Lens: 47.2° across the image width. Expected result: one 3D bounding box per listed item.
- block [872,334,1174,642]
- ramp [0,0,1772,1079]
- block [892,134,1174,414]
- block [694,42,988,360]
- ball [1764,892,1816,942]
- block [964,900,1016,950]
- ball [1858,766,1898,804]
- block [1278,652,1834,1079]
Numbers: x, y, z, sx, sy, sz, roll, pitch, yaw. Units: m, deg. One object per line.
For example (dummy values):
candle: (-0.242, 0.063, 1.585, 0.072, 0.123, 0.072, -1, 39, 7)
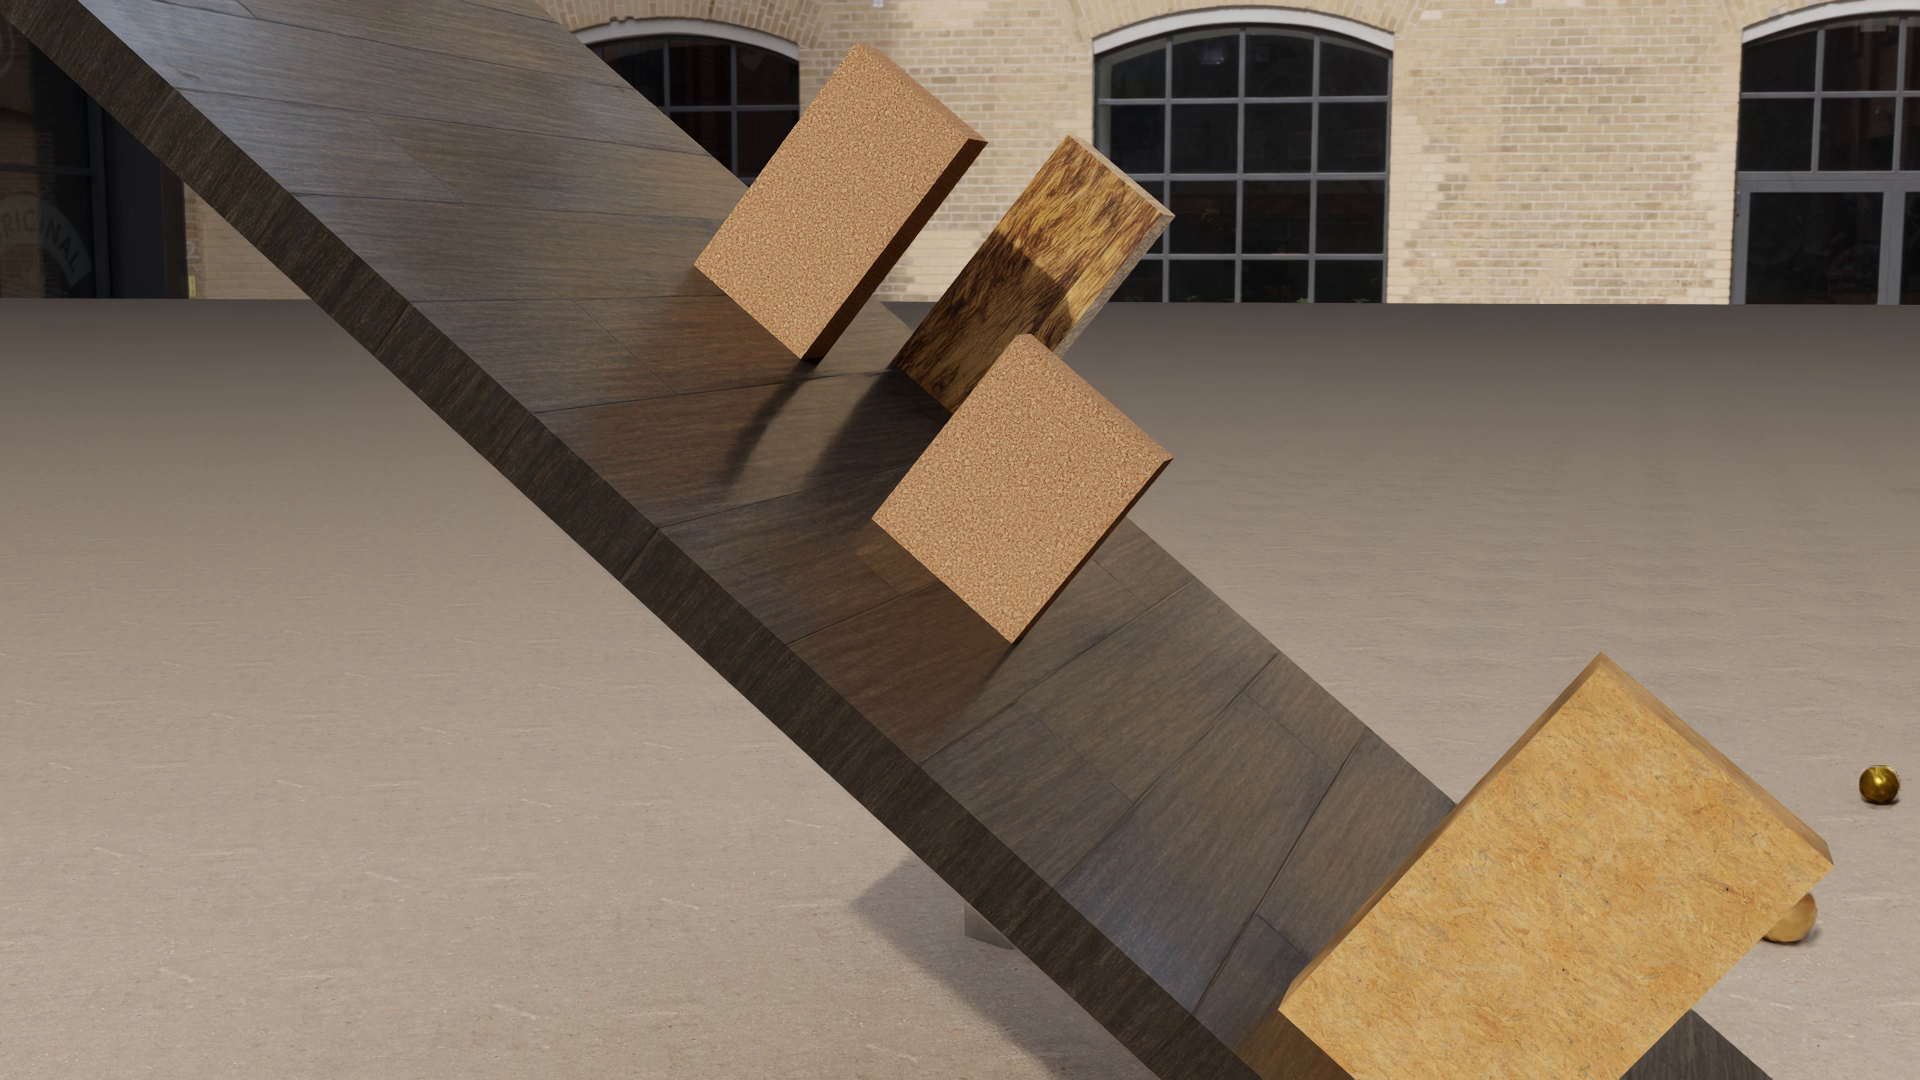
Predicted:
block: (0.104, -0.088, 3.731, 0.324, 0.407, 0.089, 42, 16, 9)
ramp: (-0.002, 0.050, 4.041, 4.000, 0.100, 2.000, 42, 16, 9)
block: (0.154, -0.534, 4.677, 0.262, 0.610, 0.130, 42, 16, 9)
block: (-0.234, -0.655, 4.282, 0.289, 0.538, 0.132, 42, 16, 9)
ball: (2.281, 1.025, 6.105, 0.182, 0.182, 0.182, 0, 7, 0)
block: (0.141, 1.020, 6.151, 0.182, 0.182, 0.182, -6, 9, -42)
ball: (3.220, 0.859, 7.708, 0.131, 0.131, 0.131, 0, 7, 0)
block: (0.832, 0.549, 3.116, 0.400, 0.678, 0.134, 42, 16, 9)
